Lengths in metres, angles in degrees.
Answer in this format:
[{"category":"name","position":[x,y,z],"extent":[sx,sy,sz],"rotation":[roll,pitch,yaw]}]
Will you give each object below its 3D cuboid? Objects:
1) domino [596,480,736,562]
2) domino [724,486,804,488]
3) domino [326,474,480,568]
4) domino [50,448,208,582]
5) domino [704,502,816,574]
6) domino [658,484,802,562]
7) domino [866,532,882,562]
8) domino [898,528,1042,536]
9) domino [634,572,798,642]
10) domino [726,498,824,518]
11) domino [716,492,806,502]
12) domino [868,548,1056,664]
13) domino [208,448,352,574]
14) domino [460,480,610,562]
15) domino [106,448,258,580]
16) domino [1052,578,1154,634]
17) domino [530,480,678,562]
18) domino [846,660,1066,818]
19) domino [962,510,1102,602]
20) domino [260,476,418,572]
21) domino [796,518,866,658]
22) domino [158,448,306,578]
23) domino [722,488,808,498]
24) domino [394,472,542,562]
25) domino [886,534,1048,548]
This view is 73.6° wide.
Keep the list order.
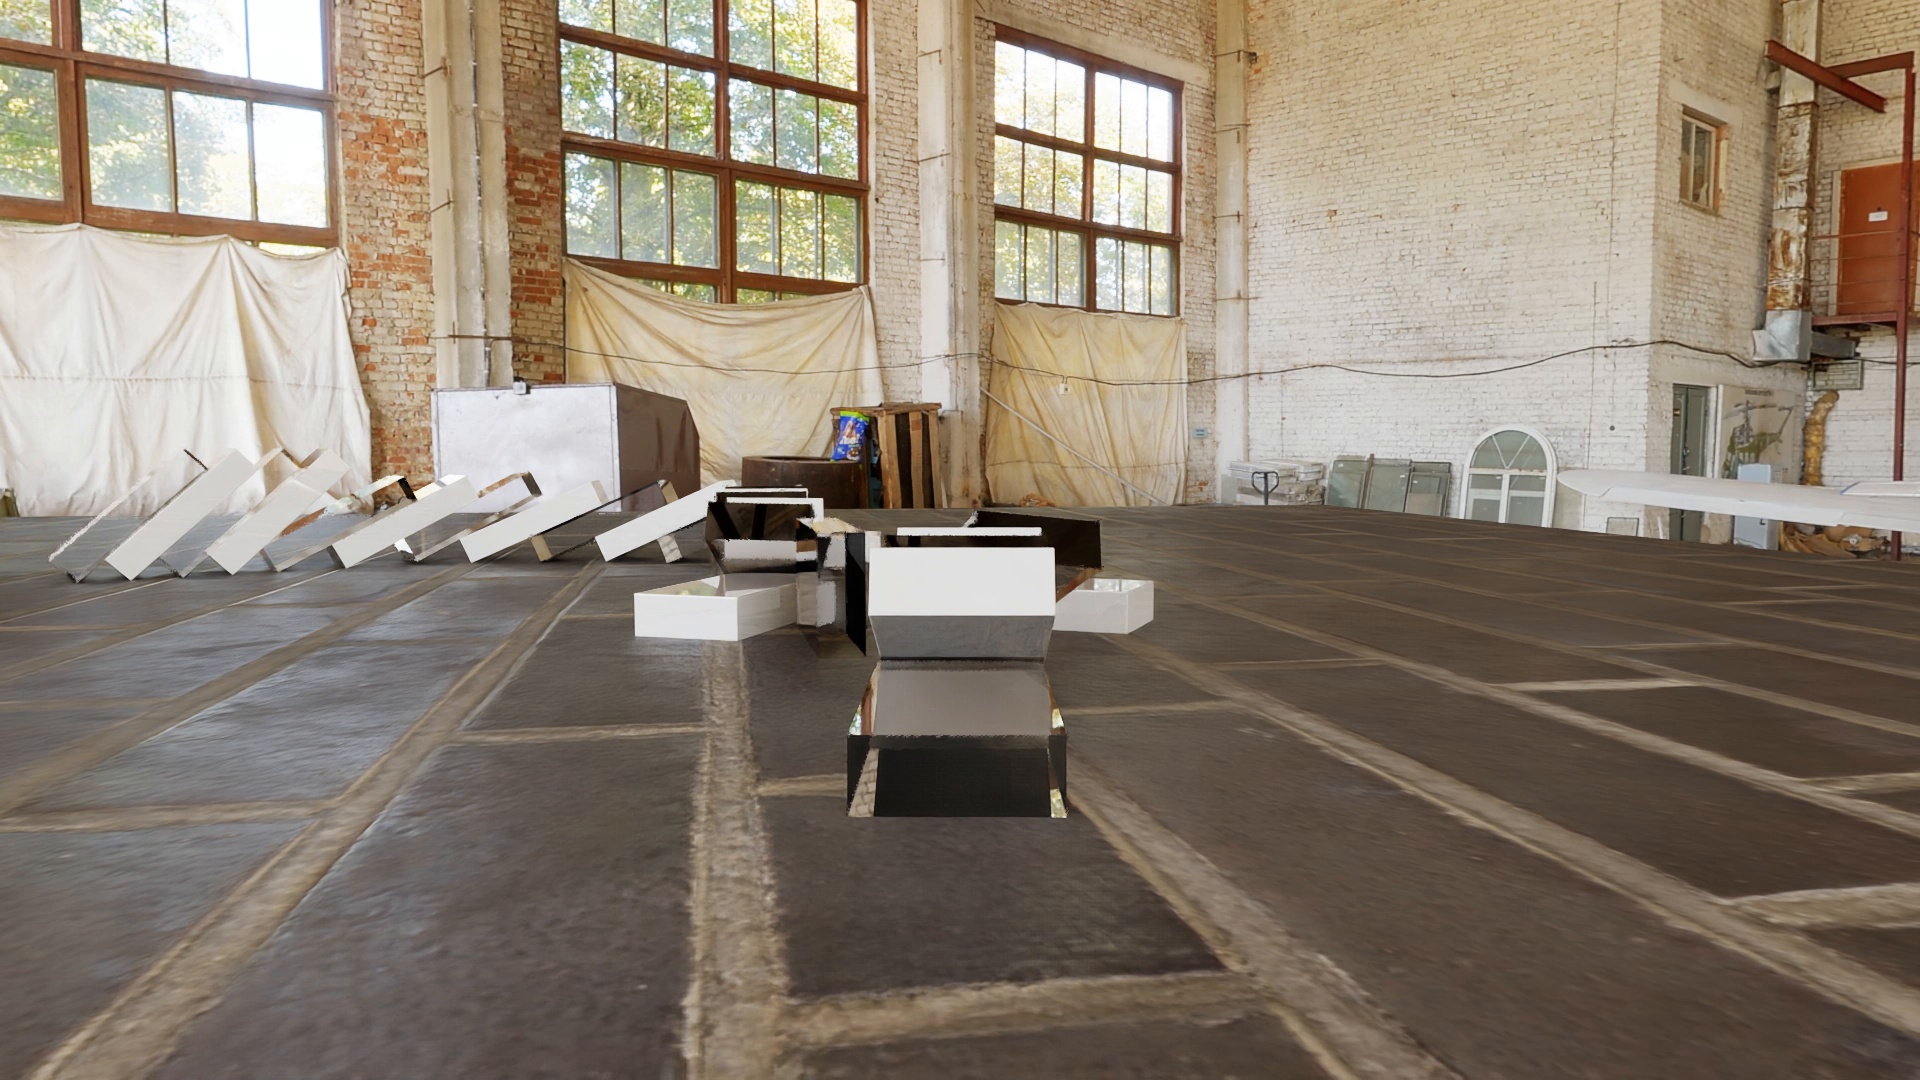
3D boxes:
[{"category":"domino","position":[-0.106,-0.008,0.473],"extent":[0.050,0.009,0.025],"rotation":[-24,3,2]},{"category":"domino","position":[-0.064,-0.004,0.428],"extent":[0.025,0.009,0.050],"rotation":[-1,-20,-6]},{"category":"domino","position":[-0.200,-0.007,0.459],"extent":[0.050,0.009,0.025],"rotation":[-34,21,-28]},{"category":"domino","position":[-0.265,-0.009,0.409],"extent":[0.050,0.009,0.025],"rotation":[-50,29,-22]},{"category":"domino","position":[-0.049,0.003,0.331],"extent":[0.025,0.009,0.050],"rotation":[1,-18,0]},{"category":"domino","position":[-0.082,-0.006,0.467],"extent":[0.050,0.010,0.025],"rotation":[-21,4,9]},{"category":"domino","position":[-0.054,0.002,0.473],"extent":[0.050,0.009,0.025],"rotation":[0,4,-3]},{"category":"domino","position":[0.002,0.010,0.246],"extent":[0.025,0.010,0.050],"rotation":[0,-18,0]},{"category":"domino","position":[-0.053,0.015,0.304],"extent":[0.025,0.009,0.050],"rotation":[1,4,17]},{"category":"domino","position":[-0.053,0.001,0.358],"extent":[0.025,0.009,0.050],"rotation":[0,-19,-11]},{"category":"domino","position":[-0.058,-0.001,0.382],"extent":[0.025,0.009,0.050],"rotation":[-1,-20,-7]},{"category":"domino","position":[0.000,0.014,0.196],"extent":[0.025,0.009,0.050],"rotation":[0,-19,0]},{"category":"domino","position":[-0.231,-0.011,0.434],"extent":[0.050,0.009,0.025],"rotation":[-50,29,-22]},{"category":"domino","position":[-0.156,-0.007,0.473],"extent":[0.050,0.009,0.025],"rotation":[-24,7,-6]},{"category":"domino","position":[-0.253,-0.009,0.417],"extent":[0.050,0.010,0.025],"rotation":[-50,29,-22]},{"category":"domino","position":[0.019,0.015,0.308],"extent":[0.050,0.009,0.025],"rotation":[2,5,22]},{"category":"domino","position":[-0.130,-0.008,0.473],"extent":[0.050,0.010,0.025],"rotation":[-24,4,-1]},{"category":"domino","position":[0.000,0.025,0.171],"extent":[0.025,0.009,0.050],"rotation":[0,4,0]},{"category":"domino","position":[0.008,0.007,0.268],"extent":[0.025,0.009,0.050],"rotation":[5,-19,-15]},{"category":"domino","position":[-0.217,-0.006,0.446],"extent":[0.050,0.009,0.025],"rotation":[-34,22,-29]},{"category":"domino","position":[-0.029,0.009,0.279],"extent":[0.009,0.025,0.050],"rotation":[-1,4,-12]},{"category":"domino","position":[-0.242,-0.010,0.425],"extent":[0.050,0.010,0.025],"rotation":[-50,29,-22]},{"category":"domino","position":[-0.061,-0.002,0.405],"extent":[0.025,0.010,0.050],"rotation":[-1,-20,-7]},{"category":"domino","position":[-0.182,-0.009,0.473],"extent":[0.050,0.009,0.025],"rotation":[-34,19,-28]},{"category":"domino","position":[0.001,0.012,0.220],"extent":[0.025,0.010,0.050],"rotation":[0,-19,0]}]
